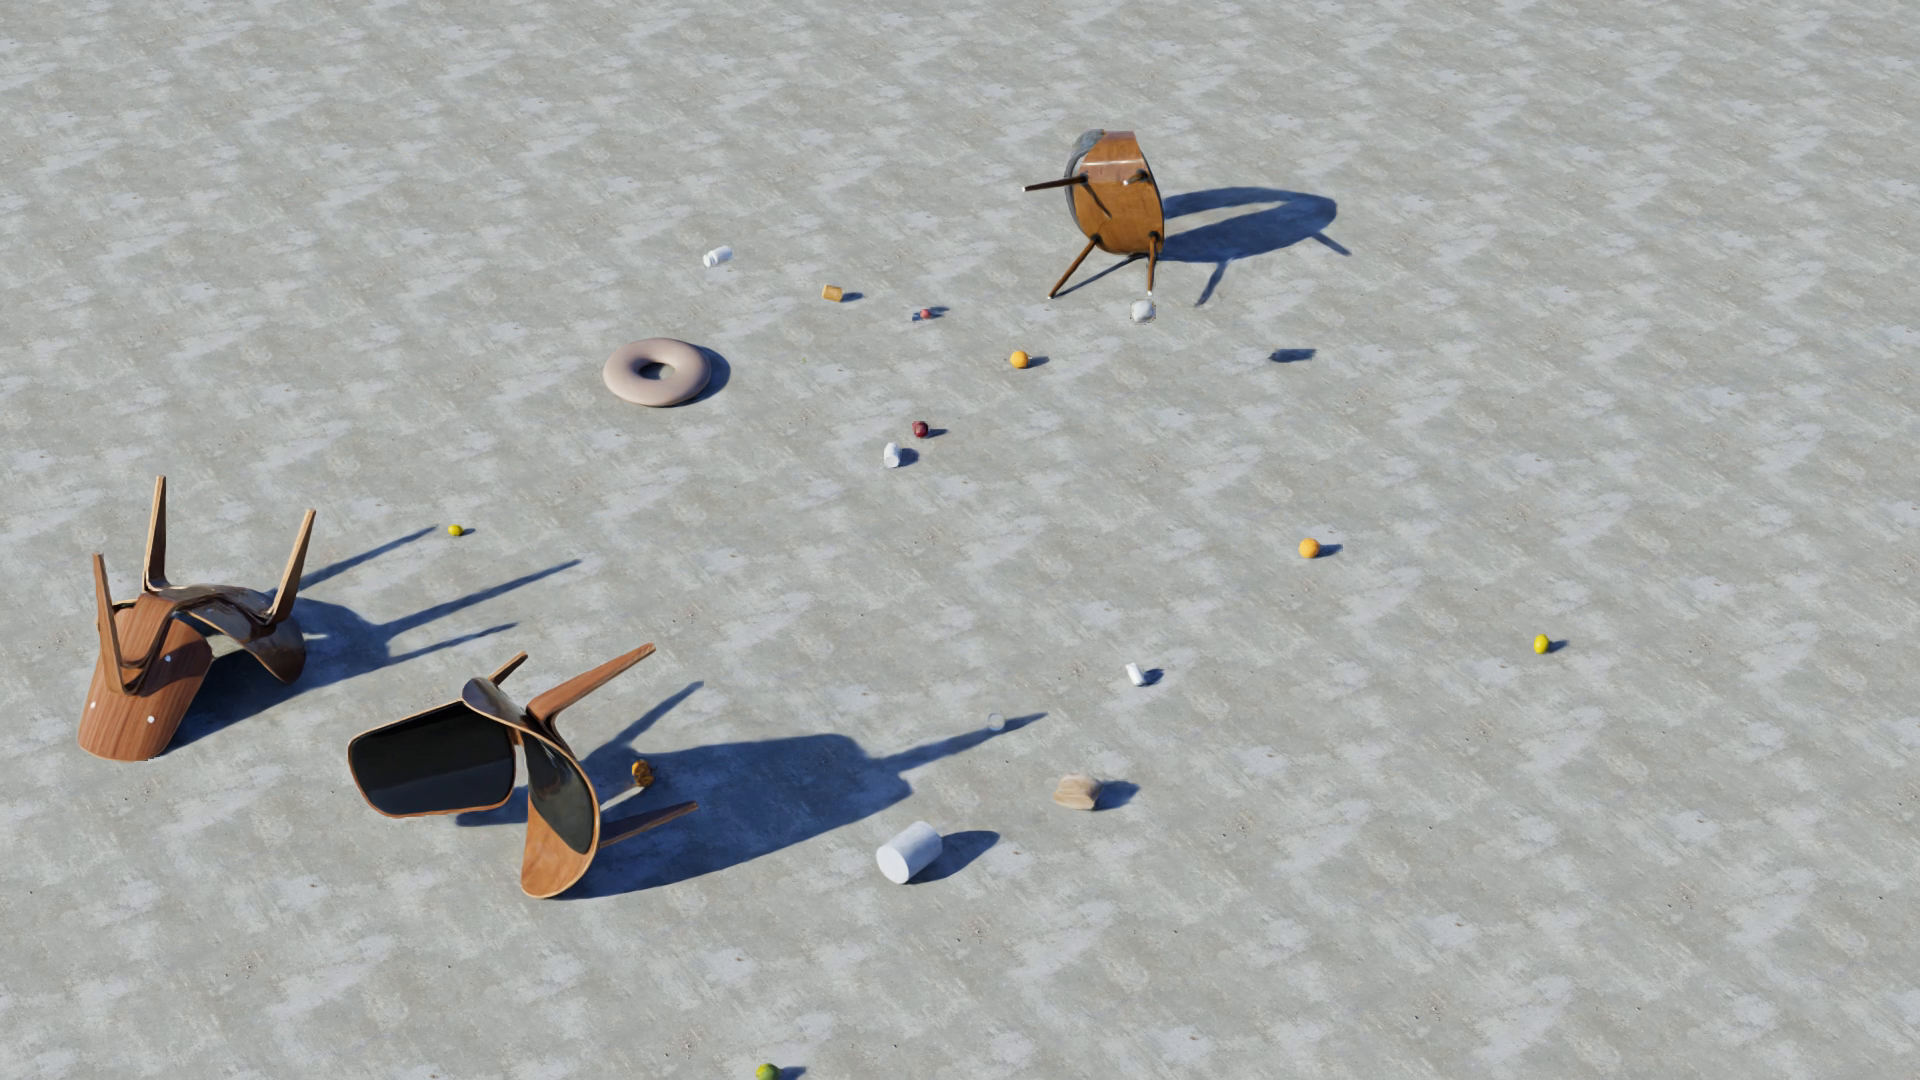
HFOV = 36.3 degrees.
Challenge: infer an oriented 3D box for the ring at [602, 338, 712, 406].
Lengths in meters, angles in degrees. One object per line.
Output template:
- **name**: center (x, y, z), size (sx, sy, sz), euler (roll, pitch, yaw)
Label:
- **ring**: center (-1.231, -0.685, 11.921), size (0.441, 0.071, 0.514), euler (-4, 34, -7)

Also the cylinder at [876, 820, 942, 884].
- **cylinder**: center (-0.160, 0.991, 9.317), size (0.136, 0.136, 0.166), euler (34, 45, 25)

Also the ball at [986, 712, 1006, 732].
- **ball**: center (0.122, 0.617, 9.951), size (0.064, 0.064, 0.064), euler (0, 33, 0)

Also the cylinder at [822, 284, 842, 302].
- **cylinder**: center (-0.541, -1.050, 12.467), size (0.075, 0.061, 0.047), euler (11, 8, -12)

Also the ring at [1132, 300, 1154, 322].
- **ring**: center (0.722, -0.905, 11.598), size (0.074, 0.083, 0.121), euler (-17, 2, -6)

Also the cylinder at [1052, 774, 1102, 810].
- **cylinder**: center (0.385, 0.824, 9.600), size (0.146, 0.086, 0.081), euler (4, 42, 25)
